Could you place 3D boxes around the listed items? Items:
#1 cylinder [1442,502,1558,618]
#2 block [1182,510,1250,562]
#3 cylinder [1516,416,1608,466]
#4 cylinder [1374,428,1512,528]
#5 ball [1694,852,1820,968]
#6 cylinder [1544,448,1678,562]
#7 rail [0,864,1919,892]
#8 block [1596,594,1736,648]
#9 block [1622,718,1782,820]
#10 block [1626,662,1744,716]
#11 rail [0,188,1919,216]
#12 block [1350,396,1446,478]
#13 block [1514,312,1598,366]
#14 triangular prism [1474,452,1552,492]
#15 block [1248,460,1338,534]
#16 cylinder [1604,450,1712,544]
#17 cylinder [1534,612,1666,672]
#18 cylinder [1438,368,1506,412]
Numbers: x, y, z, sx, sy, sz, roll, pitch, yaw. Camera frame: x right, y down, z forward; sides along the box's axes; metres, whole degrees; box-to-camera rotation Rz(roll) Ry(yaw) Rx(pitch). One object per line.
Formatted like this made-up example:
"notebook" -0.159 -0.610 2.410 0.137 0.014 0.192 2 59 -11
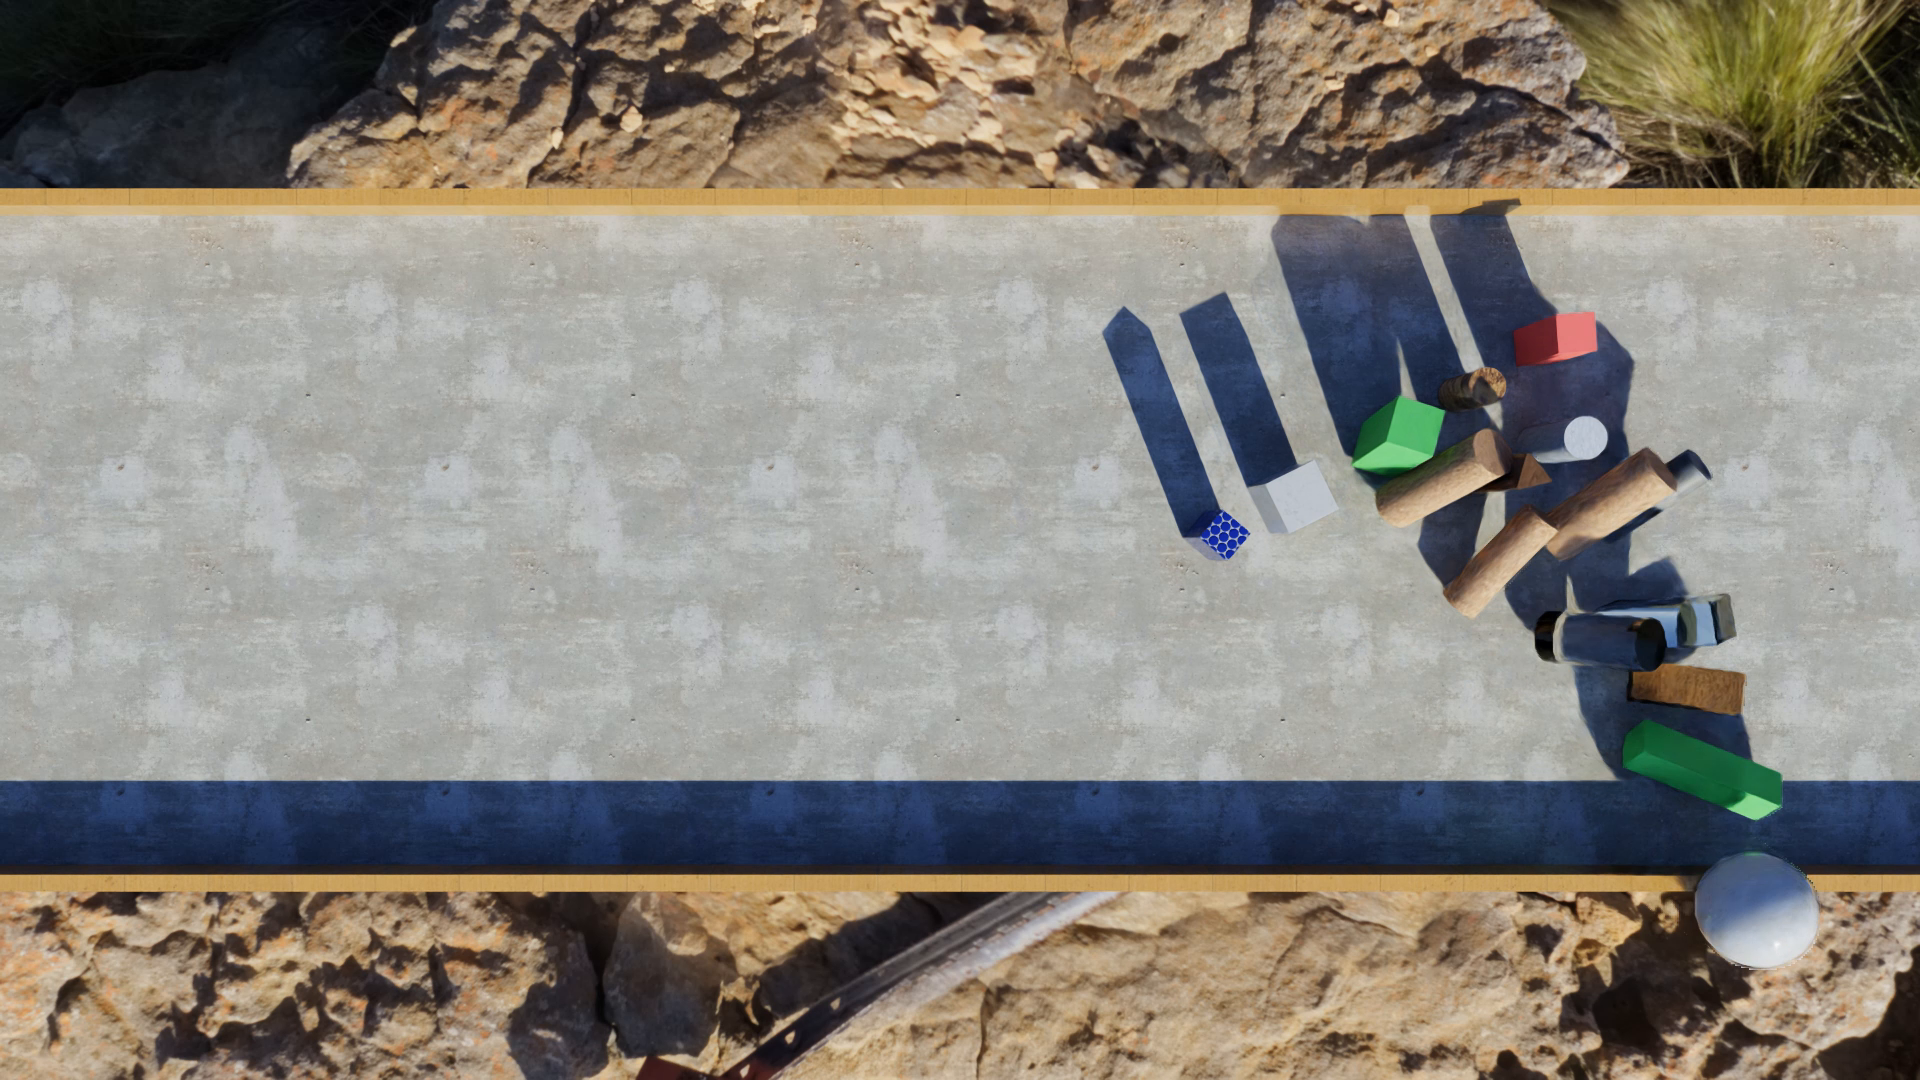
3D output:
"cylinder" 1.621 0.063 4.952 0.120 0.120 0.366 39 112 0
"block" 0.758 -0.013 4.894 0.105 0.365 0.105 40 90 0
"cylinder" 1.776 -0.290 4.878 0.124 0.396 0.124 0 90 0
"cylinder" 1.419 -0.177 4.858 0.143 0.430 0.143 10 66 -24
"ball" 2.296 1.066 4.759 0.326 0.326 0.326 0 90 0
"cylinder" 1.913 -0.101 4.894 0.152 0.152 0.384 49 123 0
"rail" -2.247 1.025 5.001 12.000 0.150 0.050 0 90 0
"block" 2.093 0.244 4.898 0.126 0.352 0.126 -14 94 -39
"block" 2.243 0.695 4.990 0.444 0.116 0.116 22 56 -1
"block" 2.182 0.443 4.967 0.304 0.117 0.117 7 83 16
"rail" -2.247 -1.025 5.002 12.000 0.150 0.050 0 90 0
"block" 1.292 -0.299 4.885 0.140 0.366 0.140 17 81 0
"block" 1.763 -0.593 4.896 0.111 0.362 0.111 -4 90 0
"triangular prism" 1.572 -0.198 4.850 0.107 0.439 0.093 -12 91 -9
"block" 0.989 -0.125 4.923 0.159 0.307 0.159 -26 90 0
"cylinder" 2.064 -0.128 4.938 0.110 0.110 0.342 49 123 0
"cylinder" 1.897 0.299 4.895 0.157 0.333 0.157 -1 92 -36
"cylinder" 1.524 -0.445 4.922 0.109 0.309 0.109 0 90 0
